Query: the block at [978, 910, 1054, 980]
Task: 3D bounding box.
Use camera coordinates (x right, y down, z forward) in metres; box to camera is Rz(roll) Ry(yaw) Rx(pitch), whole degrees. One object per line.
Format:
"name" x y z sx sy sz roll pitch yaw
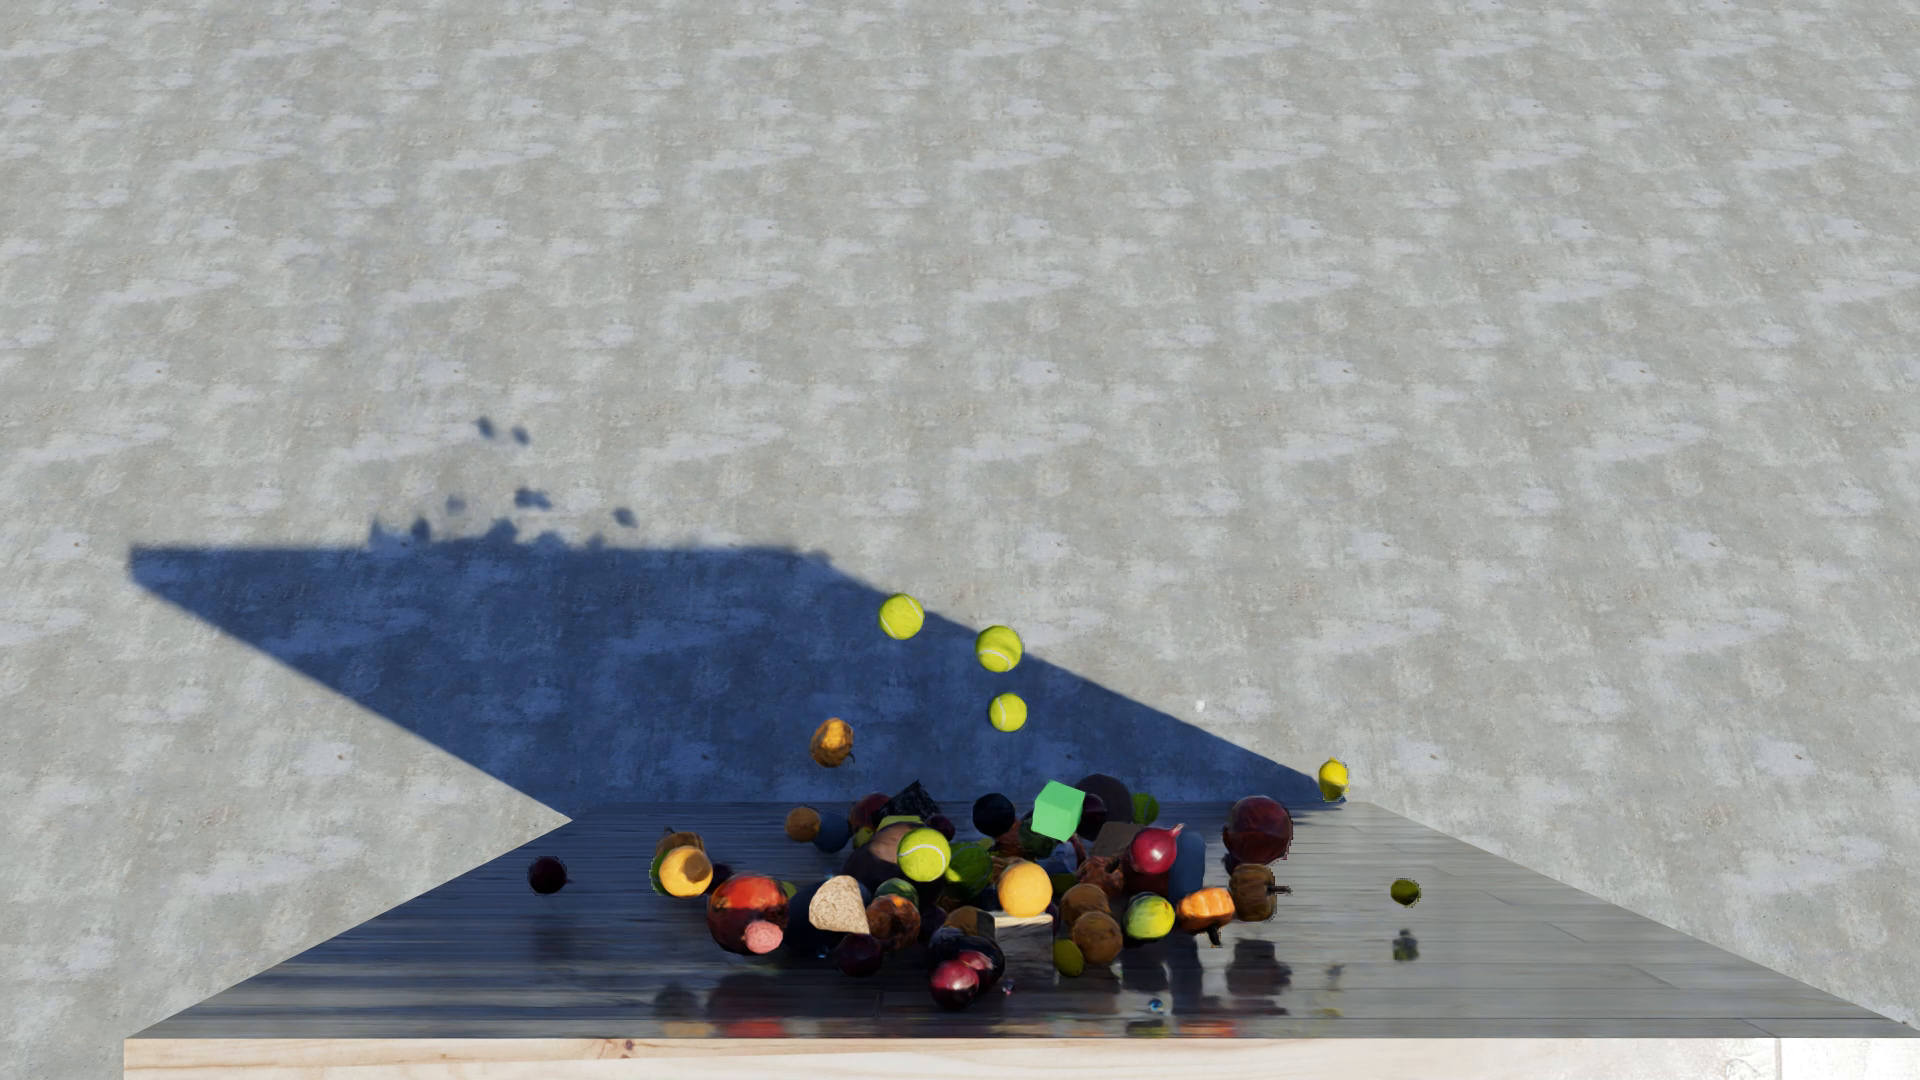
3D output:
"block" 0.072 0.529 3.402 0.080 0.080 0.080 1 -2 -16

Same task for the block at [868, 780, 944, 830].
"block" -0.102 0.527 4.945 0.089 0.089 0.089 54 19 3

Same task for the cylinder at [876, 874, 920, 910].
"cylinder" -0.100 0.563 4.164 0.057 0.057 0.057 -1 35 14

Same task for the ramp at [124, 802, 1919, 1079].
"ramp" 0.078 0.671 4.861 2.000 0.100 4.000 0 -2 0

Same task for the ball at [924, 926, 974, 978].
"ball" -0.014 0.535 3.376 0.066 0.066 0.066 0 36 0

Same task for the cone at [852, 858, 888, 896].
"cone" -0.141 0.560 4.416 0.069 0.069 0.069 10 18 14

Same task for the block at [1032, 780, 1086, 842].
"block" 0.130 0.360 3.454 0.051 0.051 0.051 18 33 17

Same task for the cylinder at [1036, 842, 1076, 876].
"cylinder" 0.162 0.535 4.358 0.052 0.052 0.052 -11 30 24

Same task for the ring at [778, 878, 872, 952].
"ring" -0.188 0.524 3.630 0.141 0.141 0.047 -14 52 -19

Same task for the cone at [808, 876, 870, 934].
"cone" -0.137 0.479 3.293 0.079 0.079 0.079 -24 37 -29

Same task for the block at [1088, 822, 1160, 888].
"block" 0.289 0.553 4.568 0.080 0.080 0.080 -1 44 36

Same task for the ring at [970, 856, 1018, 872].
"ring" 0.063 0.604 4.830 0.092 0.031 0.092 1 -3 0

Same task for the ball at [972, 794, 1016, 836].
"ball" 0.055 0.451 4.260 0.071 0.071 0.071 0 36 0

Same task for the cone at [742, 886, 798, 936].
"cone" -0.288 0.544 3.818 0.079 0.079 0.079 14 24 -37

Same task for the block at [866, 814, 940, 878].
"block" -0.104 0.558 4.722 0.081 0.081 0.081 2 36 -43

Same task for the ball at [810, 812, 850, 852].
"ball" -0.264 0.595 5.285 0.082 0.082 0.082 0 36 0
